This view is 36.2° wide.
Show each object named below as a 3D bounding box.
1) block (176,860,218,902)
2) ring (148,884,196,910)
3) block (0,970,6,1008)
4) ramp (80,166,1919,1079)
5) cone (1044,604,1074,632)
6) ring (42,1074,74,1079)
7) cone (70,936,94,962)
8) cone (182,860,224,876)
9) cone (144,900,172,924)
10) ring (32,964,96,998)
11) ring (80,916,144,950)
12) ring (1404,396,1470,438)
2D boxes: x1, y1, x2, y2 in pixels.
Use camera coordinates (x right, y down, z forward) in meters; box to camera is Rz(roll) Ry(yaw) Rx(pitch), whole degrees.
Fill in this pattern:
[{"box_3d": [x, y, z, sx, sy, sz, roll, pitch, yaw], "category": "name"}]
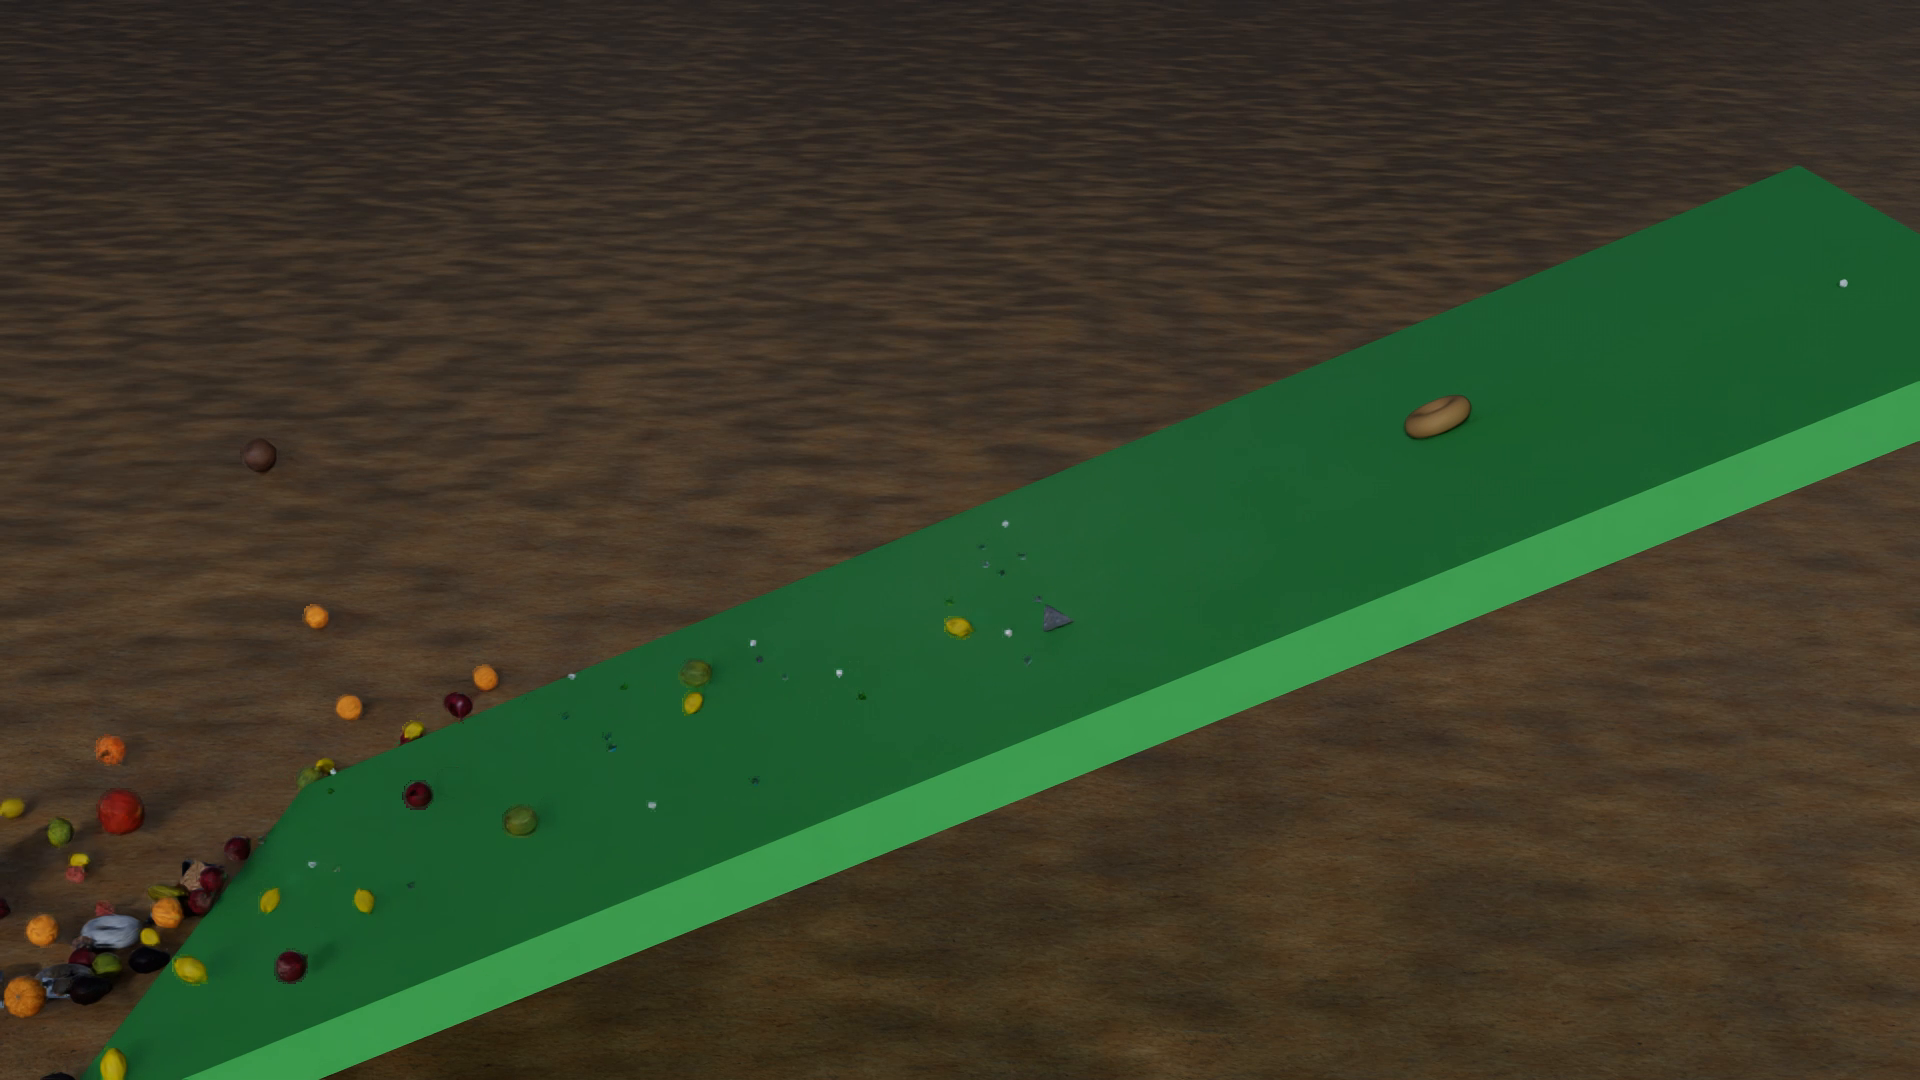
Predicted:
[{"box_3d": [-1.799, 0.804, 6.934, 0.067, 0.067, 0.067, -57, 10, -27], "category": "block"}, {"box_3d": [-1.853, 0.839, 6.916, 0.116, 0.039, 0.116, 15, -19, 5], "category": "ring"}, {"box_3d": [-2.119, 0.983, 6.420, 0.061, 0.061, 0.061, -4, 15, -16], "category": "block"}, {"box_3d": [0.131, 0.171, 6.285, 4.000, 0.100, 2.000, -22, 13, 8], "category": "ramp"}, {"box_3d": [0.201, 0.160, 5.910, 0.058, 0.058, 0.058, 5, 16, 9], "category": "cone"}, {"box_3d": [-1.794, 1.093, 5.736, 0.148, 0.049, 0.148, -25, 14, 6], "category": "ring"}, {"box_3d": [-1.990, 0.937, 6.669, 0.052, 0.052, 0.052, -4, 42, -14], "category": "cone"}, {"box_3d": [-1.795, 0.793, 7.026, 0.090, 0.090, 0.090, -19, 10, 15], "category": "cone"}, {"box_3d": [-1.881, 0.882, 6.870, 0.059, 0.059, 0.059, -30, 21, -8], "category": "cone"}, {"box_3d": [-1.977, 0.973, 6.492, 0.134, 0.045, 0.134, -1, 14, 0], "category": "ring"}, {"box_3d": [-1.948, 0.901, 6.757, 0.140, 0.047, 0.140, 1, 14, 0], "category": "ring"}, {"box_3d": [0.990, -0.255, 6.098, 0.146, 0.049, 0.146, -24, 11, 5], "category": "ring"}]
